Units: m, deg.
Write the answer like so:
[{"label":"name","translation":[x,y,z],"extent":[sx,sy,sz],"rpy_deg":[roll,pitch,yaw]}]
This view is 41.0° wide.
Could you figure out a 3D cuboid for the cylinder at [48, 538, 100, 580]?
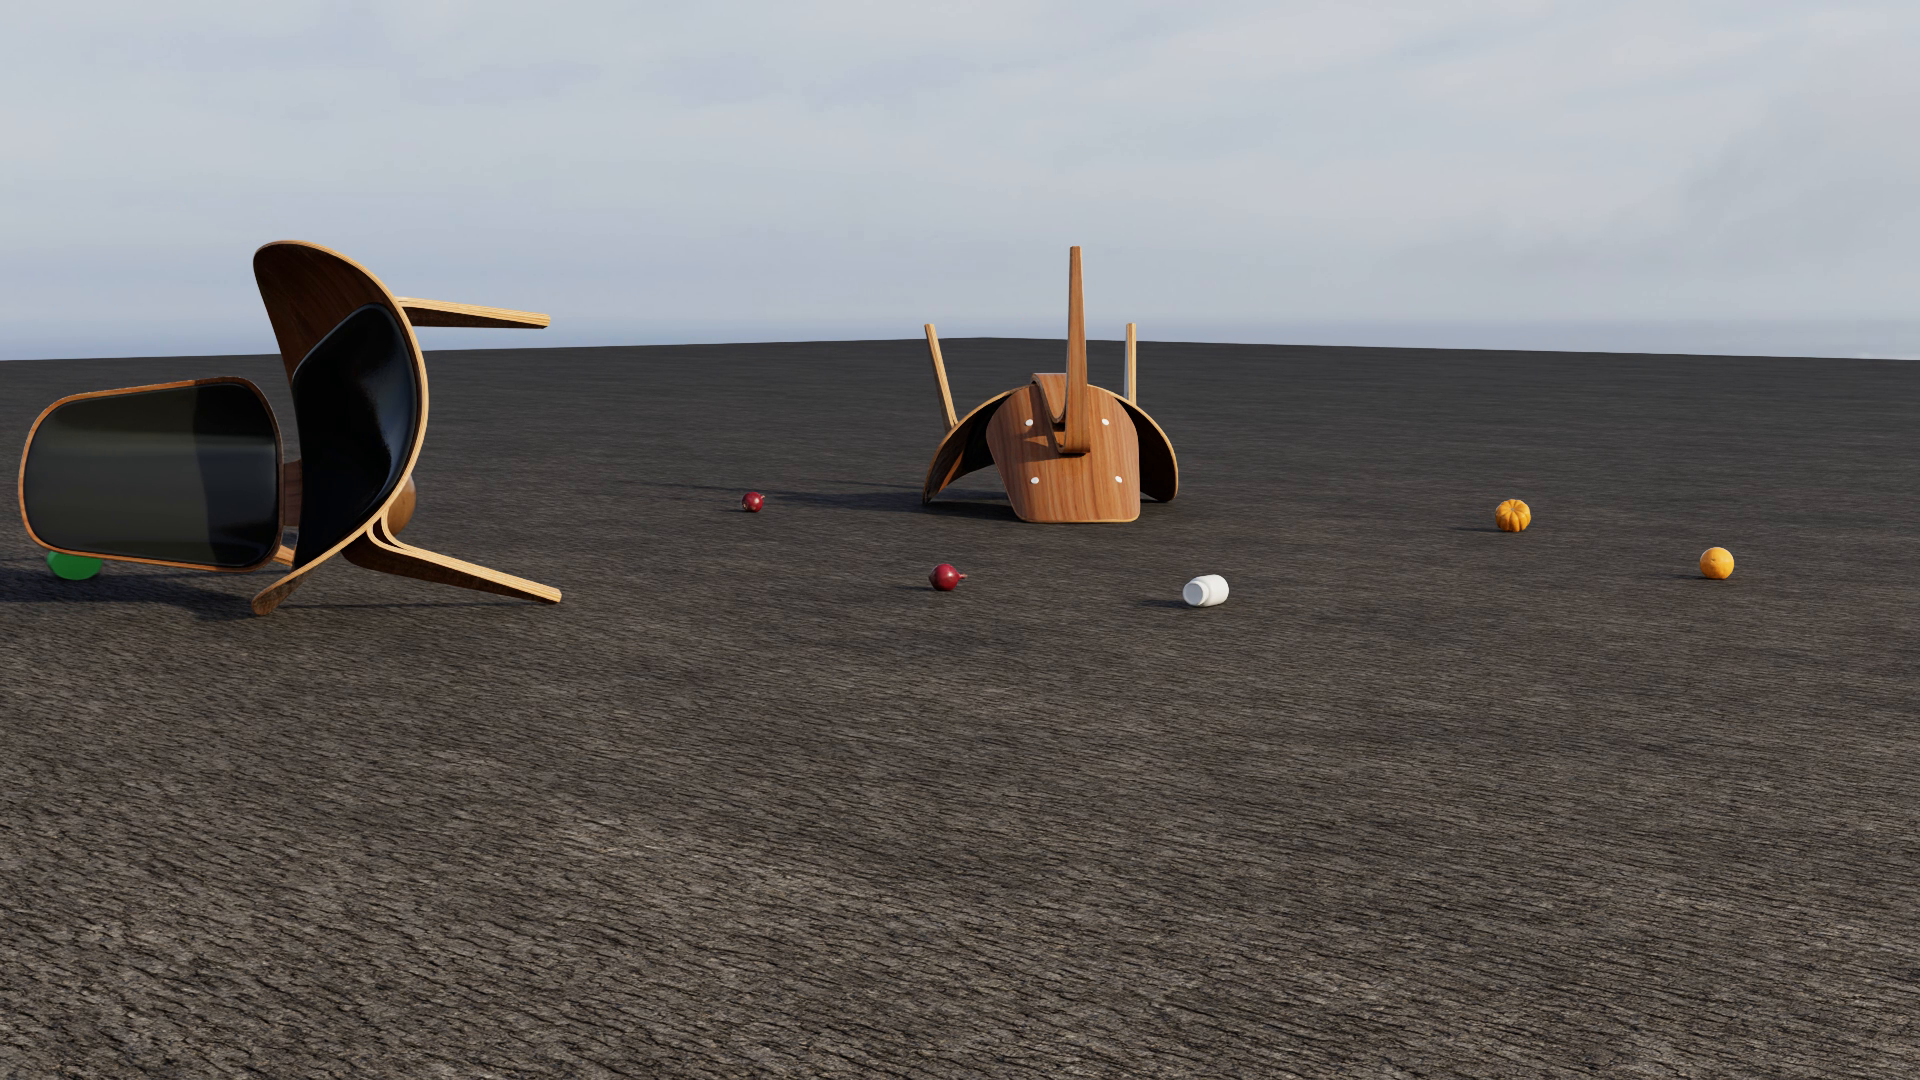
[{"label":"cylinder","translation":[-1.935,0.047,5.603],"extent":[0.105,0.072,0.087],"rpy_deg":[-10,26,-14]}]

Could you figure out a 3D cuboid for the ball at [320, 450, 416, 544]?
[{"label":"ball","translation":[-1.454,-0.106,6.303],"extent":[0.232,0.232,0.232],"rpy_deg":[0,6,0]}]

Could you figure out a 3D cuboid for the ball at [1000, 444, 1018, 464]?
[{"label":"ball","translation":[0.173,-0.303,9.045],"extent":[0.064,0.064,0.064],"rpy_deg":[0,6,0]}]
